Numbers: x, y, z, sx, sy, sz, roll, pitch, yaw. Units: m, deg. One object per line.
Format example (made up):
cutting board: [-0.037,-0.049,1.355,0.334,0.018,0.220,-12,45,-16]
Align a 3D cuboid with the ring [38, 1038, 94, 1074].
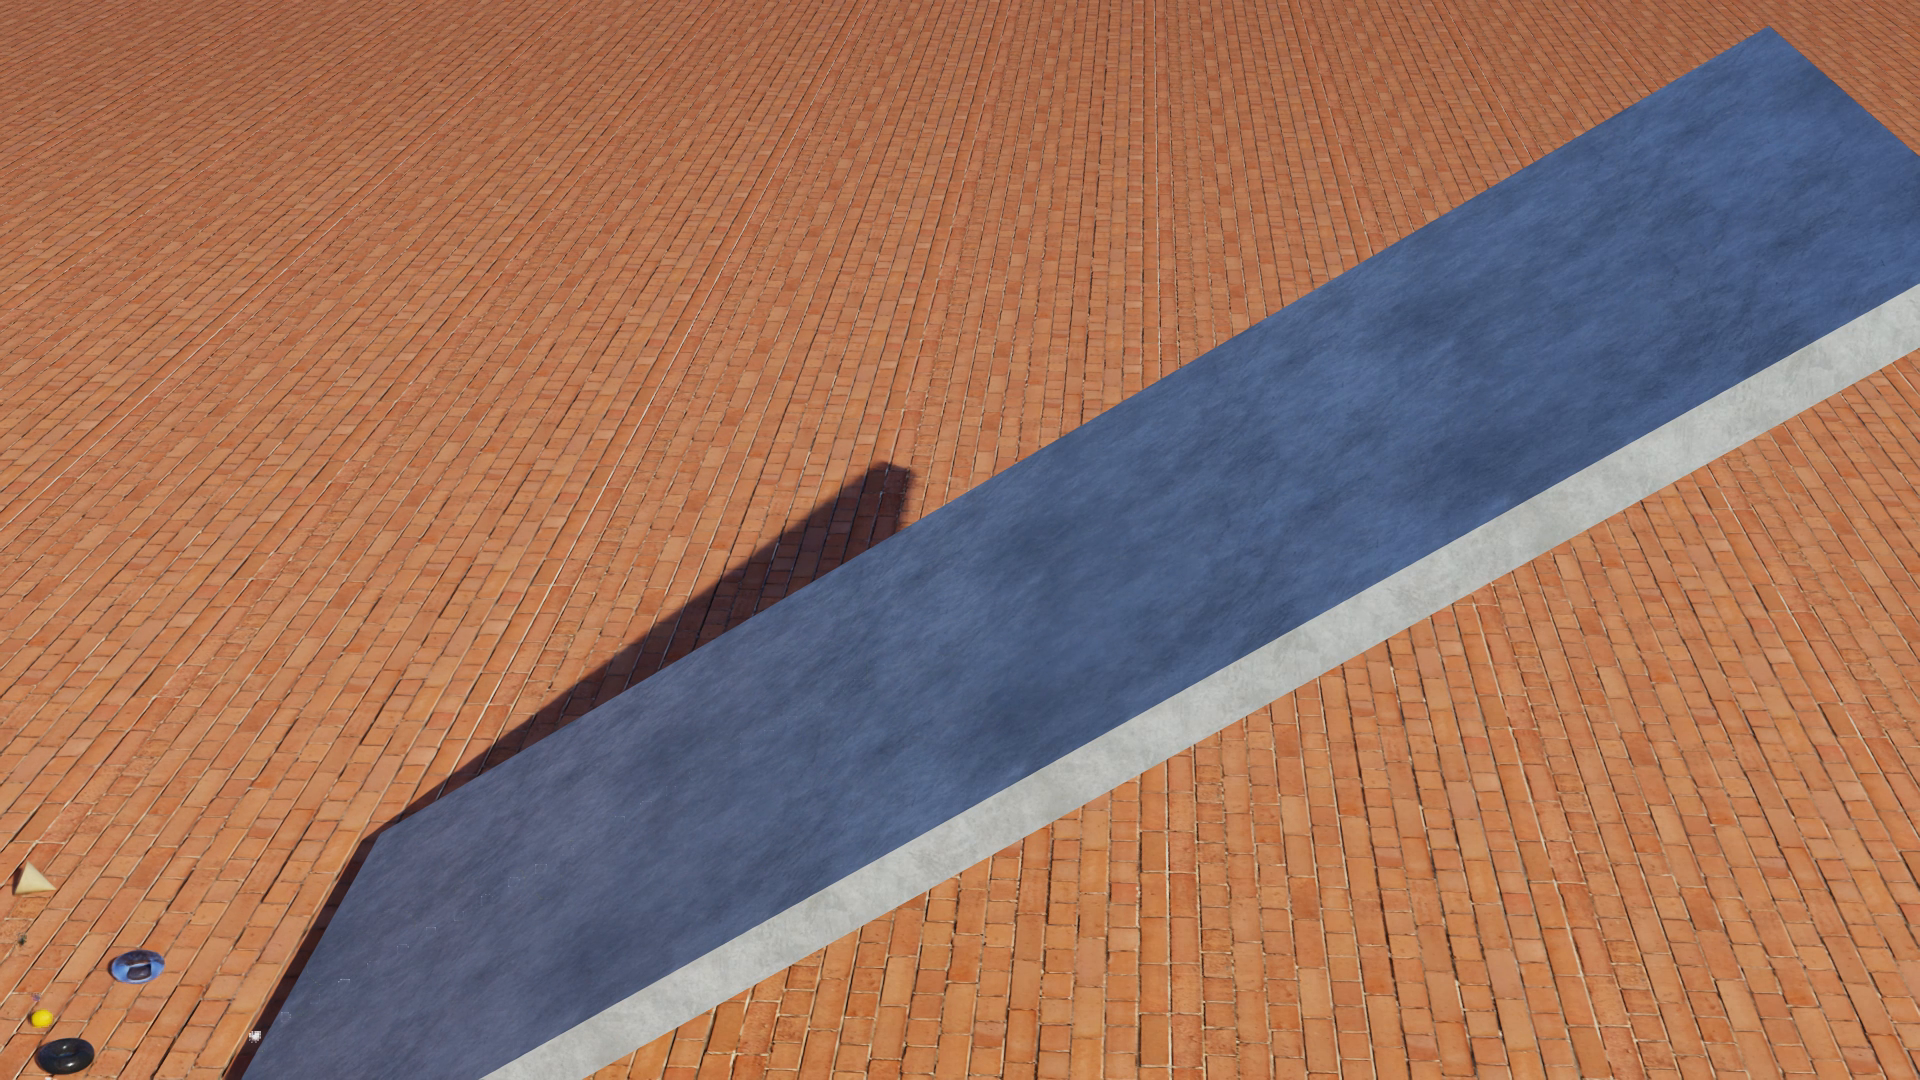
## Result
ring: [-2.040,1.178,6.717,0.125,0.042,0.125,1,21,0]

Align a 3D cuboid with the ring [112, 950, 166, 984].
ring: [-1.989,1.033,7.121,0.126,0.042,0.126,1,21,0]

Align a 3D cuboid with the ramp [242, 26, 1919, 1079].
ramp: [0.141,0.169,6.292,4.000,0.100,2.000,-30,15,13]

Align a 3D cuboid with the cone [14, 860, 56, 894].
cone: [-2.362,0.881,7.541,0.096,0.096,0.096,23,14,-18]
